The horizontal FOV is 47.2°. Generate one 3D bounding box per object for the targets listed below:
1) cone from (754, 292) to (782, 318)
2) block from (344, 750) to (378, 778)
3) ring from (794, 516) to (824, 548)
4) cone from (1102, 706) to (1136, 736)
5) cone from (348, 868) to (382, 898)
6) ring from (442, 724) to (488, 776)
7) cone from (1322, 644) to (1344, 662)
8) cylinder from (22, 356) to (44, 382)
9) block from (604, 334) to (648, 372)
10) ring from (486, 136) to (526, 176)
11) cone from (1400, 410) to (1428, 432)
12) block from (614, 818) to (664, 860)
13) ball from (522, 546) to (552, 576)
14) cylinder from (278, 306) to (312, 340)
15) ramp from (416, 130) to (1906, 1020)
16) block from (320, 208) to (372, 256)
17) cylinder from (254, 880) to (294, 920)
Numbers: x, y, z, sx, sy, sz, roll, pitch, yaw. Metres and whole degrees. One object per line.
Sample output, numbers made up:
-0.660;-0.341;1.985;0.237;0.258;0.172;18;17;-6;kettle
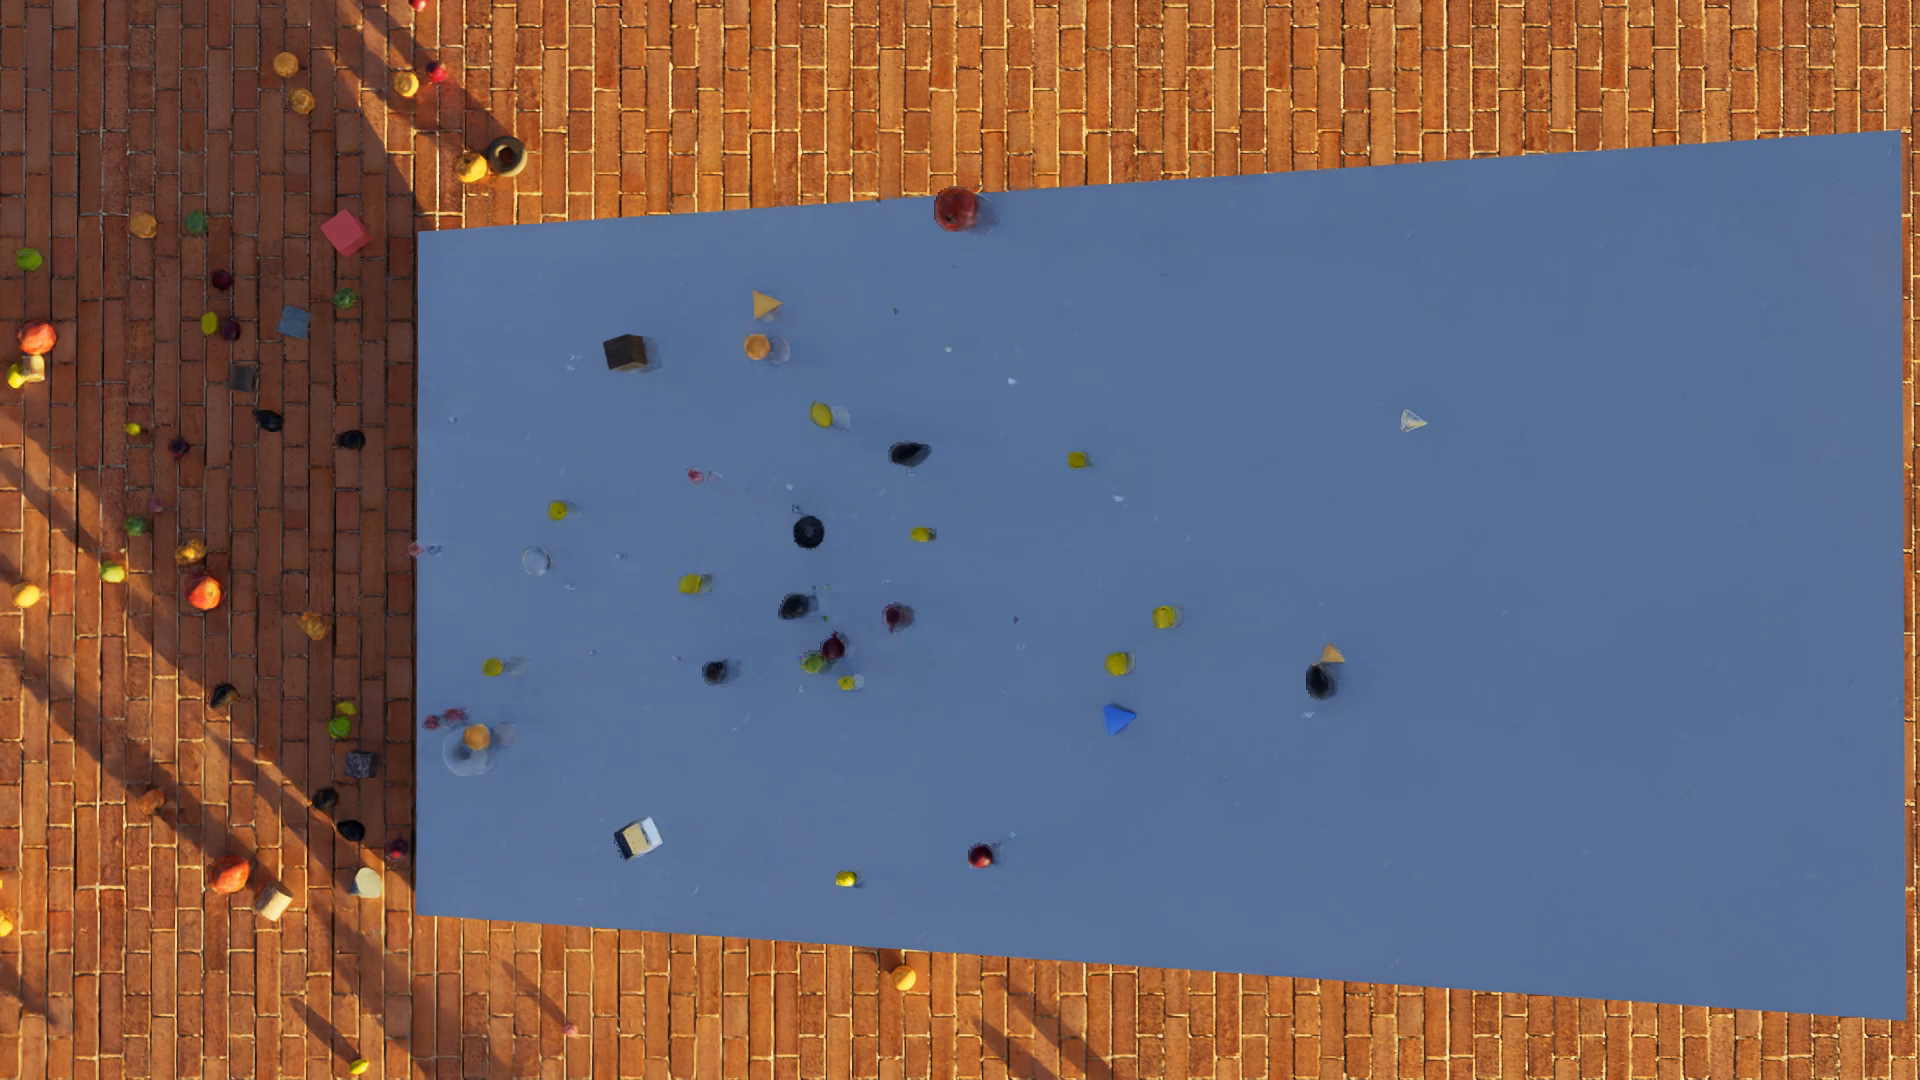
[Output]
-0.521;-0.642;5.994;0.079;0.079;0.079;-4;89;-5;cone
-1.764;0.663;6.485;0.071;0.071;0.071;6;89;4;block
-0.410;-0.020;5.944;0.089;0.030;0.089;-1;87;22;ring
0.413;0.453;5.600;0.083;0.083;0.083;-14;89;3;cone
-1.776;1.032;6.496;0.095;0.095;0.095;-30;89;26;cone
-1.424;0.606;6.338;0.149;0.050;0.149;0;90;21;ring
0.922;0.288;5.403;0.050;0.050;0.050;24;89;-6;cone
-2.740;-0.508;6.501;0.063;0.063;0.063;-3;79;0;cylinder
-0.933;-0.520;6.135;0.080;0.080;0.080;-16;84;21;block
-1.346;-1.139;6.525;0.121;0.040;0.121;0;90;0;ring
1.107;-0.286;5.333;0.059;0.059;0.059;7;89;-5;cone
-0.892;0.828;6.101;0.082;0.082;0.082;-32;78;19;block
-1.199;0.060;6.235;0.081;0.081;0.081;0;89;0;ball
-1.965;-0.641;6.495;0.081;0.081;0.081;17;88;0;cylinder
0.283;0.086;5.731;4.000;0.100;2.000;0;89;22;ramp
-1.812;-0.907;6.495;0.094;0.094;0.094;-37;89;0;block
-2.022;1.061;6.477;0.082;0.082;0.082;38;89;0;cylinder
